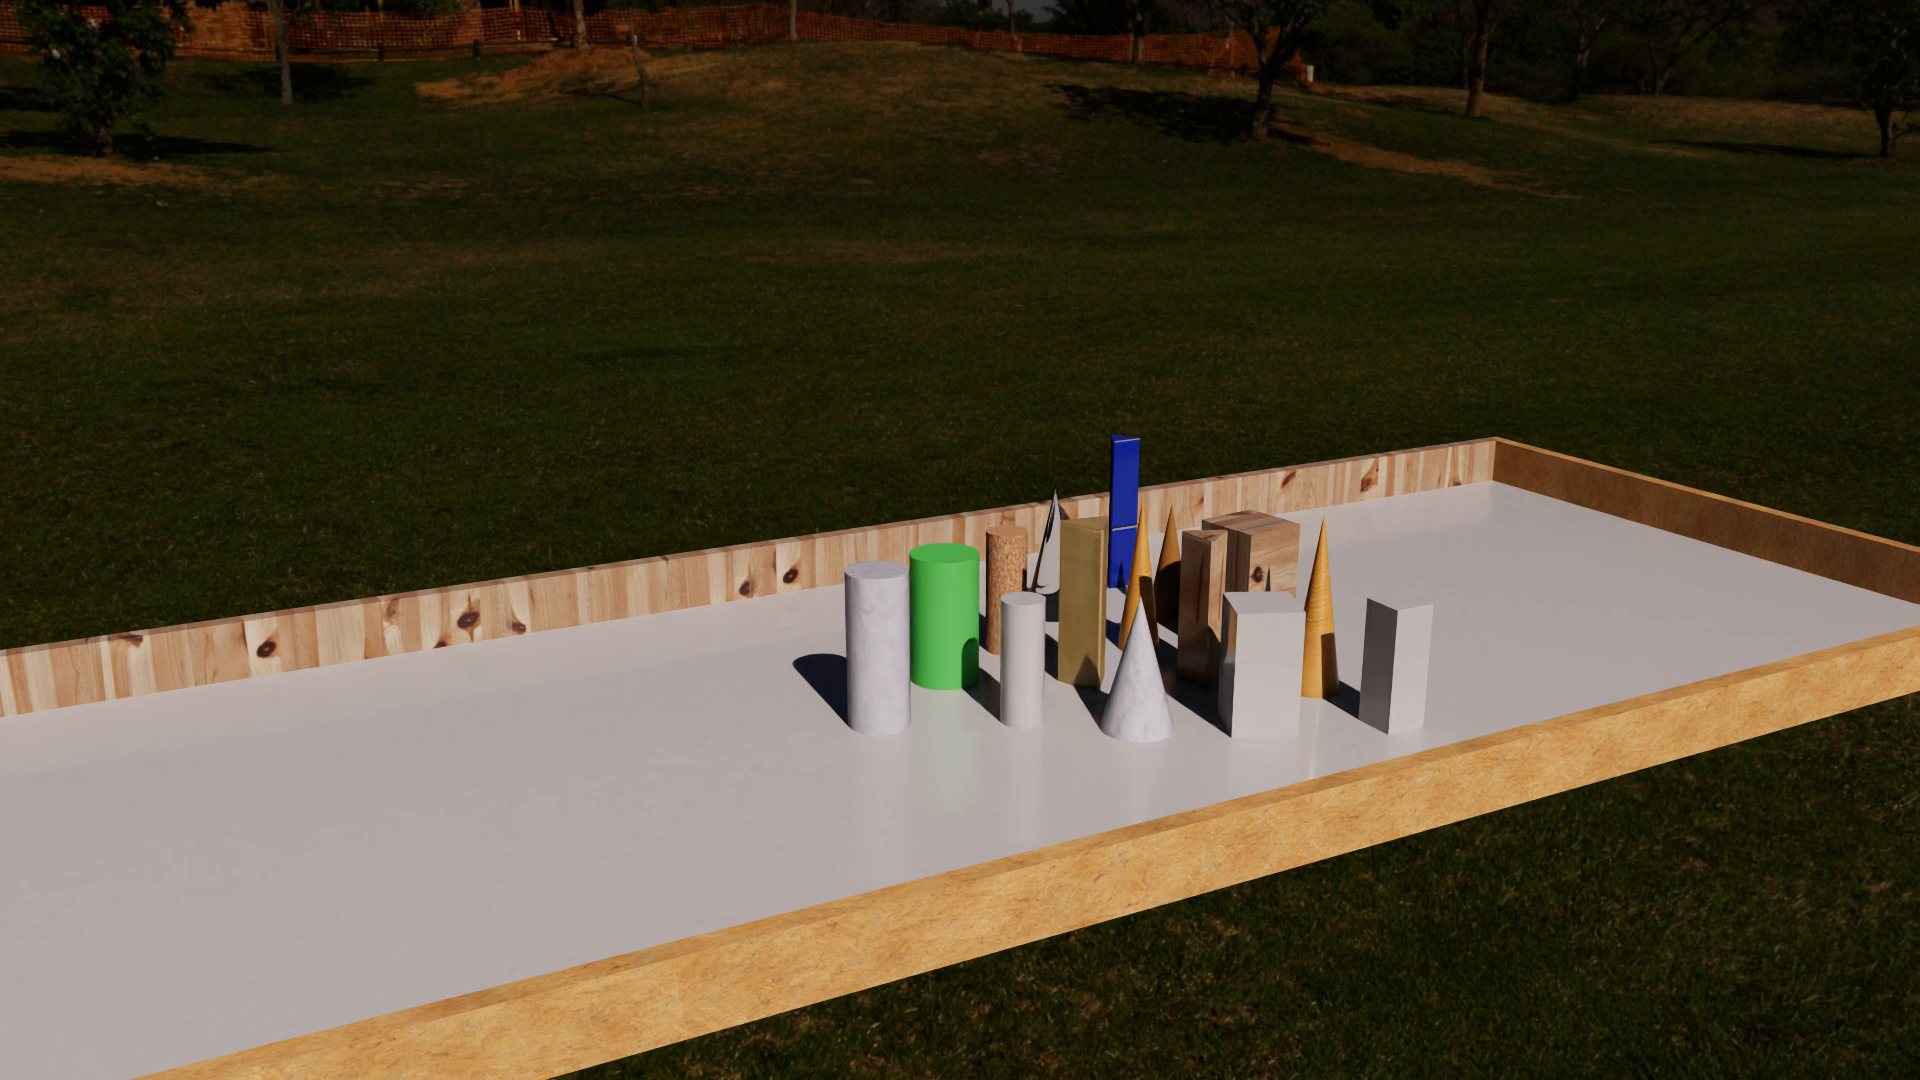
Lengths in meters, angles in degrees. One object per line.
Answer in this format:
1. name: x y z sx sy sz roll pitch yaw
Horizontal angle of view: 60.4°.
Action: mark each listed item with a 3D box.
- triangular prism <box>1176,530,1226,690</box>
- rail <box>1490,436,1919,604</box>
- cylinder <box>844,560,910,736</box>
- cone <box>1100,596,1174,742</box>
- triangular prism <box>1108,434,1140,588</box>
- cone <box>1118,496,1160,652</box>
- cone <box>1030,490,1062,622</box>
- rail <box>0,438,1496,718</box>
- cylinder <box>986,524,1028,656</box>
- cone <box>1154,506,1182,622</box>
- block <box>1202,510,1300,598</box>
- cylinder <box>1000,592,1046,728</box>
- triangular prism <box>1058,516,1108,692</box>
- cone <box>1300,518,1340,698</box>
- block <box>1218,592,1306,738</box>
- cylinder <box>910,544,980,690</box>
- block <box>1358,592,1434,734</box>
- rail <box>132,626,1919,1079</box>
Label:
1. triangular prism: 0.620 0.167 4.107 0.096 0.384 0.111 -11 20 -32
2. rail: 2.466 -0.048 5.253 0.050 0.150 2.100 -9 18 -27
3. cylinder: -0.191 0.250 3.835 0.149 0.378 0.149 0 16 0
4. cone: 0.414 0.283 3.816 0.176 0.324 0.176 0 16 0
5. triangular prism: 0.463 -0.086 4.860 0.091 0.445 0.079 -9 18 -27
6. cone: 0.475 0.084 4.330 0.113 0.417 0.113 0 16 0
7. cone: 0.263 0.031 4.605 0.161 0.362 0.161 0 16 0
8. rail: -3.305 0.497 3.399 12.000 0.150 0.050 -9 18 -27
9. cylinder: 0.122 0.132 4.327 0.108 0.326 0.108 0 16 0
10. cone: 0.585 0.053 4.593 0.118 0.328 0.118 0 16 0
11. block: 0.753 0.121 4.321 0.178 0.350 0.178 -12 20 -34
12. cylinder: 0.146 0.281 3.861 0.105 0.303 0.105 0 16 0
13. triangular prism: 0.329 0.153 4.095 0.126 0.417 0.109 13 21 38
14. cone: 0.877 0.151 4.034 0.129 0.455 0.129 0 16 0
15. block: 0.699 0.288 3.838 0.156 0.302 0.156 -1 16 -3
16. cylinder: -0.039 0.190 4.124 0.174 0.329 0.174 0 16 0
17. block: 1.014 0.286 3.842 0.105 0.304 0.105 -8 18 -26
18. rail: -2.336 1.006 1.665 12.000 0.150 0.050 -9 18 -27
